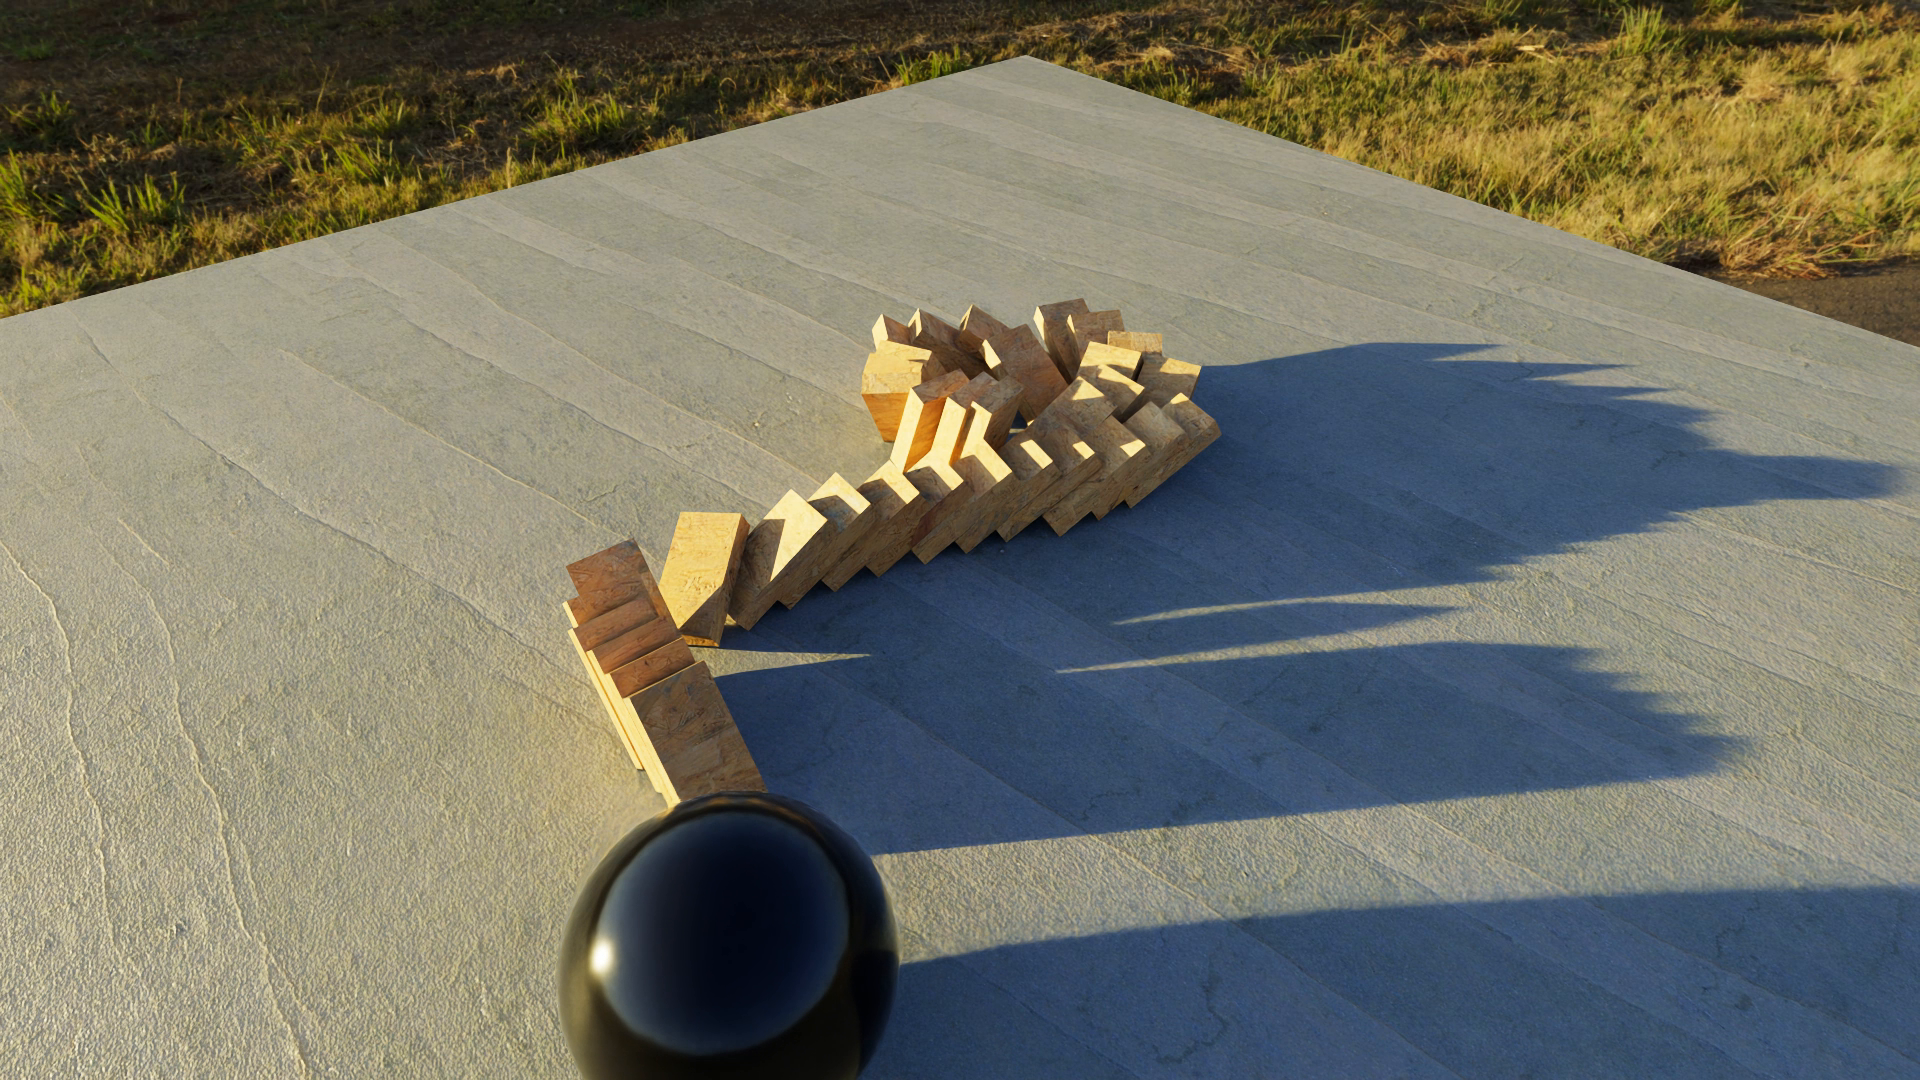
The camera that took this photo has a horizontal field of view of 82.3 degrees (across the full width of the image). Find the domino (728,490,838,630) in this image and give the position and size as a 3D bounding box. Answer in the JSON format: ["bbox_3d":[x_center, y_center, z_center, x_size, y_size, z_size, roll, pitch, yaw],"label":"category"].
[{"bbox_3d":[-0.072,0.007,0.416,0.050,0.010,0.025,-48,52,-6],"label":"domino"}]

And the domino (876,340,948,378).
[{"bbox_3d":[-0.019,-0.076,0.508,0.025,0.050,0.010,16,81,18],"label":"domino"}]

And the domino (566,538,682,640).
[{"bbox_3d":[-0.116,0.027,0.387,0.025,0.010,0.050,-25,81,-18],"label":"domino"}]

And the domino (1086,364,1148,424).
[{"bbox_3d":[0.057,-0.052,0.486,0.025,0.010,0.050,37,83,32],"label":"domino"}]

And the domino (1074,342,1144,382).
[{"bbox_3d":[0.063,-0.064,0.501,0.025,0.009,0.050,17,75,23],"label":"domino"}]

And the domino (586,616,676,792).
[{"bbox_3d":[-0.096,0.052,0.353,0.025,0.050,0.009,-27,5,-29],"label":"domino"}]

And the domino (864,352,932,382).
[{"bbox_3d":[-0.023,-0.068,0.498,0.025,0.050,0.009,14,79,17],"label":"domino"}]

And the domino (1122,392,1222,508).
[{"bbox_3d":[0.084,-0.039,0.472,0.050,0.009,0.025,-39,46,0],"label":"domino"}]

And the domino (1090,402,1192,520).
[{"bbox_3d":[0.070,-0.034,0.464,0.050,0.010,0.025,-40,46,2],"label":"domino"}]

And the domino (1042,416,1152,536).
[{"bbox_3d":[0.052,-0.027,0.457,0.050,0.009,0.025,-40,46,2],"label":"domino"}]

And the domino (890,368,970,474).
[{"bbox_3d":[-0.013,-0.050,0.473,0.025,0.050,0.010,-25,68,-27],"label":"domino"}]

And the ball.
[{"bbox_3d":[-0.054,0.101,0.264,0.080,0.080,0.080,0,39,0],"label":"ball"}]

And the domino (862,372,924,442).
[{"bbox_3d":[-0.026,-0.058,0.483,0.025,0.050,0.010,0,72,8],"label":"domino"}]

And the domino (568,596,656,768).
[{"bbox_3d":[-0.105,0.046,0.360,0.025,0.050,0.010,-27,5,-29],"label":"domino"}]

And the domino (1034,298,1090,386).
[{"bbox_3d":[0.058,-0.096,0.545,0.025,0.009,0.050,-14,65,-16],"label":"domino"}]

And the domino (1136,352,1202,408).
[{"bbox_3d":[0.089,-0.058,0.496,0.025,0.010,0.050,18,70,15],"label":"domino"}]

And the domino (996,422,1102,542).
[{"bbox_3d":[0.031,-0.024,0.454,0.050,0.010,0.025,-38,46,2],"label":"domino"}]

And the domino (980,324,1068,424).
[{"bbox_3d":[0.033,-0.075,0.516,0.025,0.010,0.050,-27,78,-29],"label":"domino"}]

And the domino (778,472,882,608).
[{"bbox_3d":[-0.057,0.000,0.424,0.050,0.009,0.025,-46,51,-4],"label":"domino"}]

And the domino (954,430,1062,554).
[{"bbox_3d":[0.014,-0.020,0.448,0.050,0.010,0.025,-40,45,2],"label":"domino"}]

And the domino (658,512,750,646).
[{"bbox_3d":[-0.097,0.014,0.409,0.025,0.010,0.050,2,62,14],"label":"domino"}]

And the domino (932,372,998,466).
[{"bbox_3d":[0.000,-0.045,0.466,0.009,0.050,0.025,37,50,15],"label":"domino"}]

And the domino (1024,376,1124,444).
[{"bbox_3d":[0.044,-0.045,0.477,0.050,0.010,0.025,-44,58,-3],"label":"domino"}]

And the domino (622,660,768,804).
[{"bbox_3d":[-0.080,0.065,0.337,0.025,0.050,0.010,-27,4,-29],"label":"domino"}]

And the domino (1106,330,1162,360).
[{"bbox_3d":[0.081,-0.073,0.513,0.025,0.009,0.050,4,69,2],"label":"domino"}]

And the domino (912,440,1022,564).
[{"bbox_3d":[-0.002,-0.016,0.442,0.050,0.010,0.025,-39,45,2],"label":"domino"}]

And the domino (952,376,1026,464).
[{"bbox_3d":[0.010,-0.043,0.464,0.009,0.050,0.025,37,50,15],"label":"domino"}]

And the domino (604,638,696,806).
[{"bbox_3d":[-0.088,0.059,0.345,0.025,0.050,0.010,-27,4,-29],"label":"domino"}]

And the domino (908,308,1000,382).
[{"bbox_3d":[-0.001,-0.092,0.534,0.050,0.010,0.025,25,29,-21],"label":"domino"}]

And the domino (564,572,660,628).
[{"bbox_3d":[-0.110,0.039,0.369,0.025,0.050,0.009,-26,4,-28],"label":"domino"}]

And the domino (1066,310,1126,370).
[{"bbox_3d":[0.069,-0.086,0.528,0.025,0.010,0.050,-7,71,-10],"label":"domino"}]

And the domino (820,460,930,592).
[{"bbox_3d":[-0.038,-0.006,0.431,0.050,0.010,0.025,-42,48,0],"label":"domino"}]

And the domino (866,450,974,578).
[{"bbox_3d":[-0.021,-0.011,0.438,0.050,0.009,0.025,-41,47,1],"label":"domino"}]

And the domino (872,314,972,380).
[{"bbox_3d":[-0.017,-0.089,0.531,0.050,0.010,0.025,23,29,-26],"label":"domino"}]

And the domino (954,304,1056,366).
[{"bbox_3d":[0.023,-0.092,0.537,0.050,0.009,0.025,30,38,-13],"label":"domino"}]
